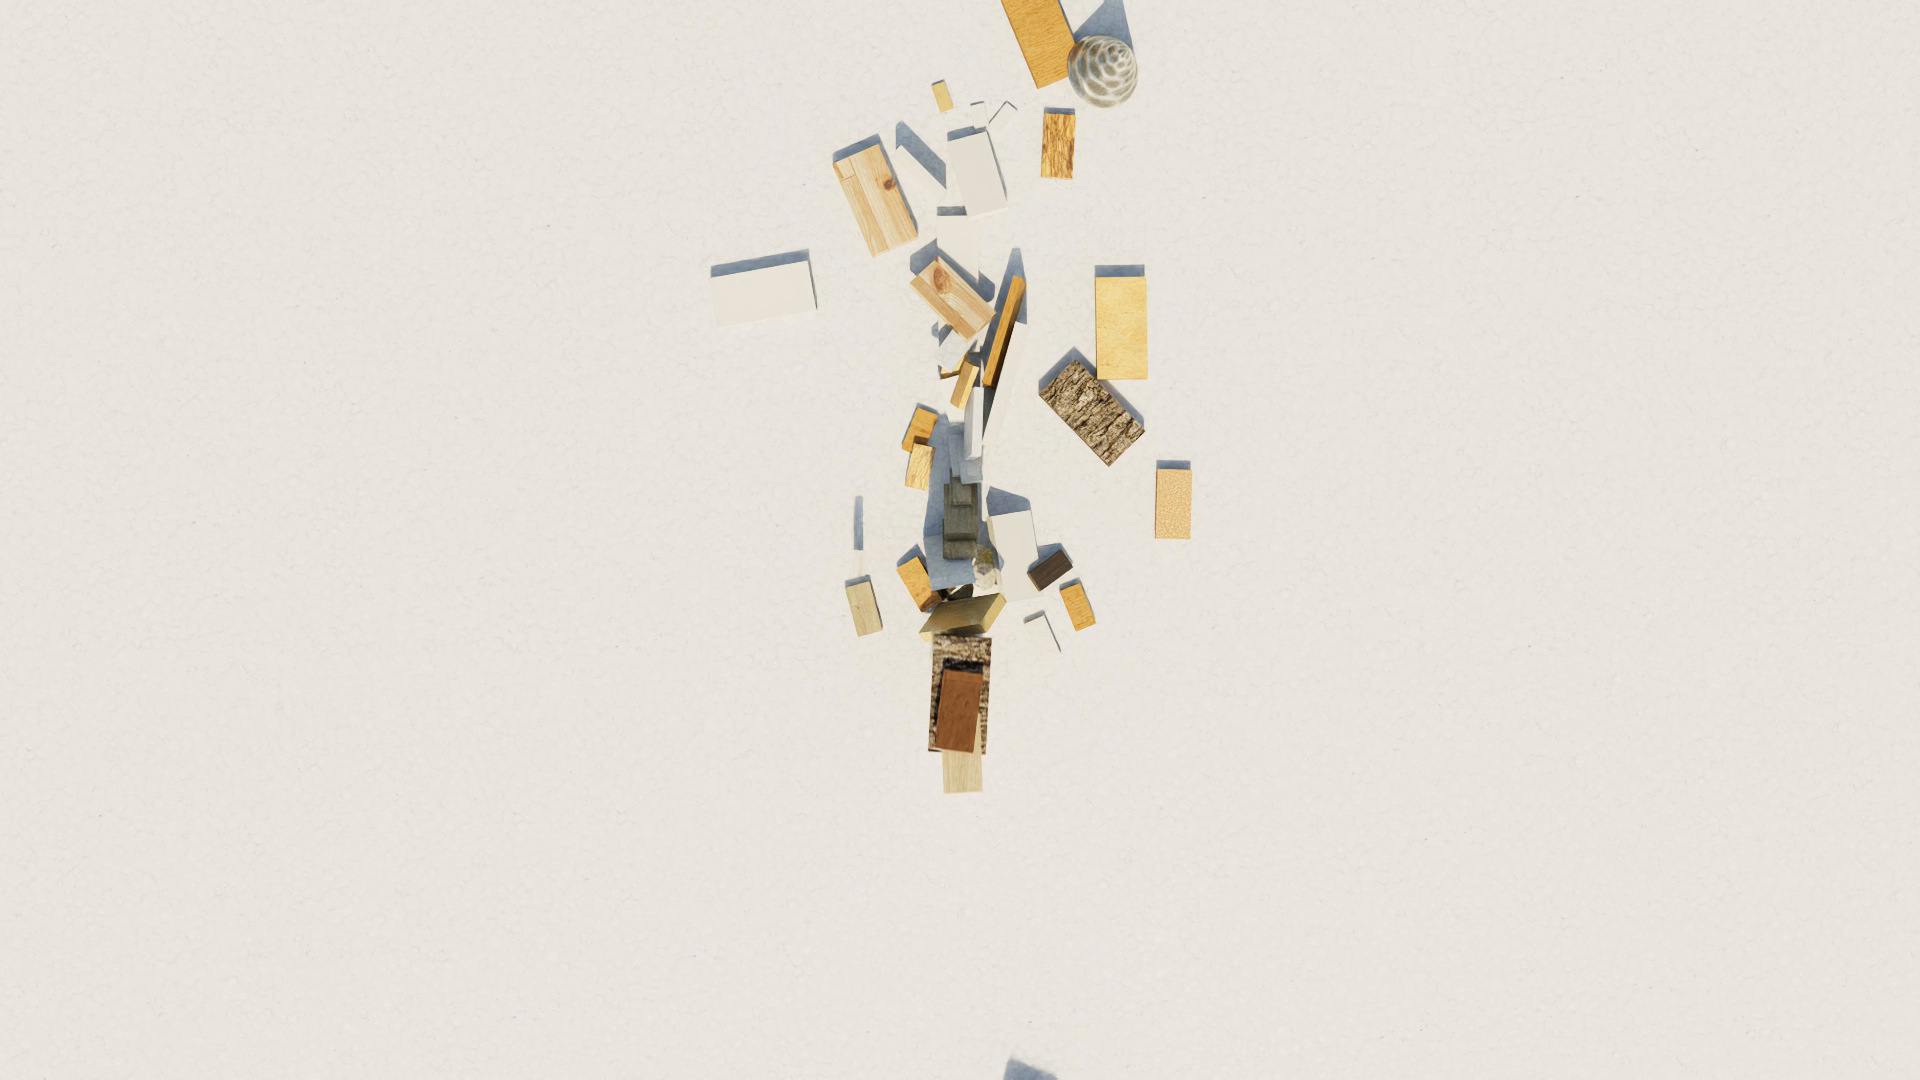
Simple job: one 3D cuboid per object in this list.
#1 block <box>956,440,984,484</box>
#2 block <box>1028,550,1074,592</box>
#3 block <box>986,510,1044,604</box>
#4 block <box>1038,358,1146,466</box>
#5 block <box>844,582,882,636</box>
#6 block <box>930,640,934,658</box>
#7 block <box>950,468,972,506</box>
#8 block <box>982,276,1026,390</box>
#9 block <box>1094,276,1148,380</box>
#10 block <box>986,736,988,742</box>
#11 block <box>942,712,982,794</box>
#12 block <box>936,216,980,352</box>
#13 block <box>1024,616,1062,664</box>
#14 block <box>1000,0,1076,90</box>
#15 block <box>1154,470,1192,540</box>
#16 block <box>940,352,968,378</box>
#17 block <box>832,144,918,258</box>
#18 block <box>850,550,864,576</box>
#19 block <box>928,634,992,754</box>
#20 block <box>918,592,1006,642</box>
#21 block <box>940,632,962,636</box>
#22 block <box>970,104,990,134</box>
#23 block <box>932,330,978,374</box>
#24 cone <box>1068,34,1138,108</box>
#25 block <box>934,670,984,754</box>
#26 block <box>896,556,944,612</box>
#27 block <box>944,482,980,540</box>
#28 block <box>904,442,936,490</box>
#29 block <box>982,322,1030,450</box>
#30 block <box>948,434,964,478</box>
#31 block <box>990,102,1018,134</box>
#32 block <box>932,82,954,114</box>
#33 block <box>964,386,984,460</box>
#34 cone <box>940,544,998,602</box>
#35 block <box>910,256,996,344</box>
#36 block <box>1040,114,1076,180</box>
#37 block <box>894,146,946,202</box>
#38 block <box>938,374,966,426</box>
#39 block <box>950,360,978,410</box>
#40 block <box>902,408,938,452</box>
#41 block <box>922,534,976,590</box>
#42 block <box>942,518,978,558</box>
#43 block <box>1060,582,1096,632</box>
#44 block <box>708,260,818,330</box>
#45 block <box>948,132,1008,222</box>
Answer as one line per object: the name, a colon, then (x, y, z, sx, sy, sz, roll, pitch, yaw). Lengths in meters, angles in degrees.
block: (0.031, -0.258, 5.443, 0.072, 0.020, 0.143, -7, 75, -4)
block: (0.298, 0.101, 5.461, 0.146, 0.021, 0.073, -35, 93, -22)
block: (0.183, 0.056, 5.451, 0.144, 0.041, 0.289, -9, 90, -25)
block: (0.438, -0.421, 5.476, 0.167, 0.047, 0.335, -44, 90, 0)
block: (-0.320, 0.230, 5.488, 0.085, 0.024, 0.169, -15, 90, 0)
block: (-0.005, 0.341, 5.063, 0.171, 0.343, 0.049, 4, 87, 0)
block: (0.002, -0.177, 5.447, 0.072, 0.020, 0.143, -1, 51, 0)
block: (0.147, -0.683, 5.446, 0.030, 0.105, 0.366, 17, 90, 11)
block: (0.535, -0.701, 5.476, 0.167, 0.047, 0.335, -1, 90, 0)
block: (-0.003, 0.575, 5.196, 0.171, 0.608, 0.049, 0, 90, 0)
block: (0.005, 0.622, 4.827, 0.115, 0.033, 0.230, -2, 90, 0)
block: (-0.006, -0.849, 5.481, 0.135, 0.038, 0.450, -1, 90, 0)
block: (0.275, 0.332, 5.490, 0.073, 0.021, 0.146, -24, 90, 0)
block: (0.271, -1.687, 5.476, 0.166, 0.047, 0.332, -23, 90, 0)
block: (0.710, -0.118, 5.484, 0.115, 0.033, 0.230, 2, 90, 0)
block: (-0.019, -0.576, 5.465, 0.079, 0.022, 0.158, 6, 107, -2)
block: (-0.281, -1.124, 5.476, 0.166, 0.047, 0.332, -24, 90, 0)
block: (-0.337, 0.075, 5.415, 0.024, 0.169, 0.085, 5, 90, 0)
block: (0.000, 0.456, 4.867, 0.171, 0.049, 0.343, 3, 90, 0)
block: (0.007, 0.252, 5.347, 0.041, 0.289, 0.144, 53, 51, -23)
block: (-0.020, 0.416, 5.250, 0.116, 0.033, 0.232, 7, 89, 0)
block: (0.066, -1.404, 5.493, 0.046, 0.013, 0.093, -12, 90, 0)
block: (-0.015, -0.635, 5.417, 0.079, 0.022, 0.158, 35, 79, 4)
cone: (0.506, -1.558, 5.348, 0.250, 0.250, 0.250, 0, 89, -14)
block: (-0.004, 0.500, 4.795, 0.115, 0.033, 0.230, 7, 76, 2)
block: (-0.132, 0.148, 5.478, 0.085, 0.024, 0.169, -30, 90, 15)
block: (0.004, -0.095, 5.414, 0.111, 0.031, 0.222, -1, 48, 0)
block: (-0.132, -0.243, 5.475, 0.074, 0.021, 0.148, 13, 101, 0)
block: (0.148, -0.501, 5.416, 0.047, 0.167, 0.411, 15, 90, 0)
block: (0.004, -0.281, 5.469, 0.072, 0.020, 0.143, -6, 75, -4)
block: (0.144, -1.405, 5.493, 0.046, 0.013, 0.093, 39, 90, 0)
block: (-0.059, -1.474, 5.493, 0.046, 0.013, 0.093, -19, 90, 0)
block: (0.044, -0.379, 5.391, 0.031, 0.111, 0.222, 4, 82, -14)
cone: (0.031, 0.128, 5.383, 0.235, 0.235, 0.235, 0, 90, 0)
block: (-0.024, -0.789, 5.417, 0.135, 0.038, 0.269, -44, 84, -11)
block: (0.327, -1.307, 5.485, 0.105, 0.030, 0.210, 3, 90, 0)
block: (-0.129, -1.207, 5.448, 0.210, 0.105, 0.030, 45, 90, 0)
block: (-0.014, -0.464, 5.469, 0.079, 0.022, 0.158, -15, 104, 0)
block: (0.014, -0.507, 5.410, 0.021, 0.074, 0.148, 14, 103, -28)
block: (-0.134, -0.358, 5.490, 0.074, 0.021, 0.148, 22, 90, 0)
block: (-0.036, 0.064, 5.363, 0.144, 0.289, 0.041, -11, 118, 0)
block: (-0.001, -0.007, 5.394, 0.111, 0.222, 0.031, -1, 118, 0)
block: (0.392, 0.224, 5.490, 0.073, 0.021, 0.146, -22, 90, 0)
block: (-0.654, -0.813, 5.476, 0.332, 0.047, 0.166, -10, 90, 0)
block: (0.058, -1.204, 5.461, 0.135, 0.038, 0.269, -15, 82, -2)
